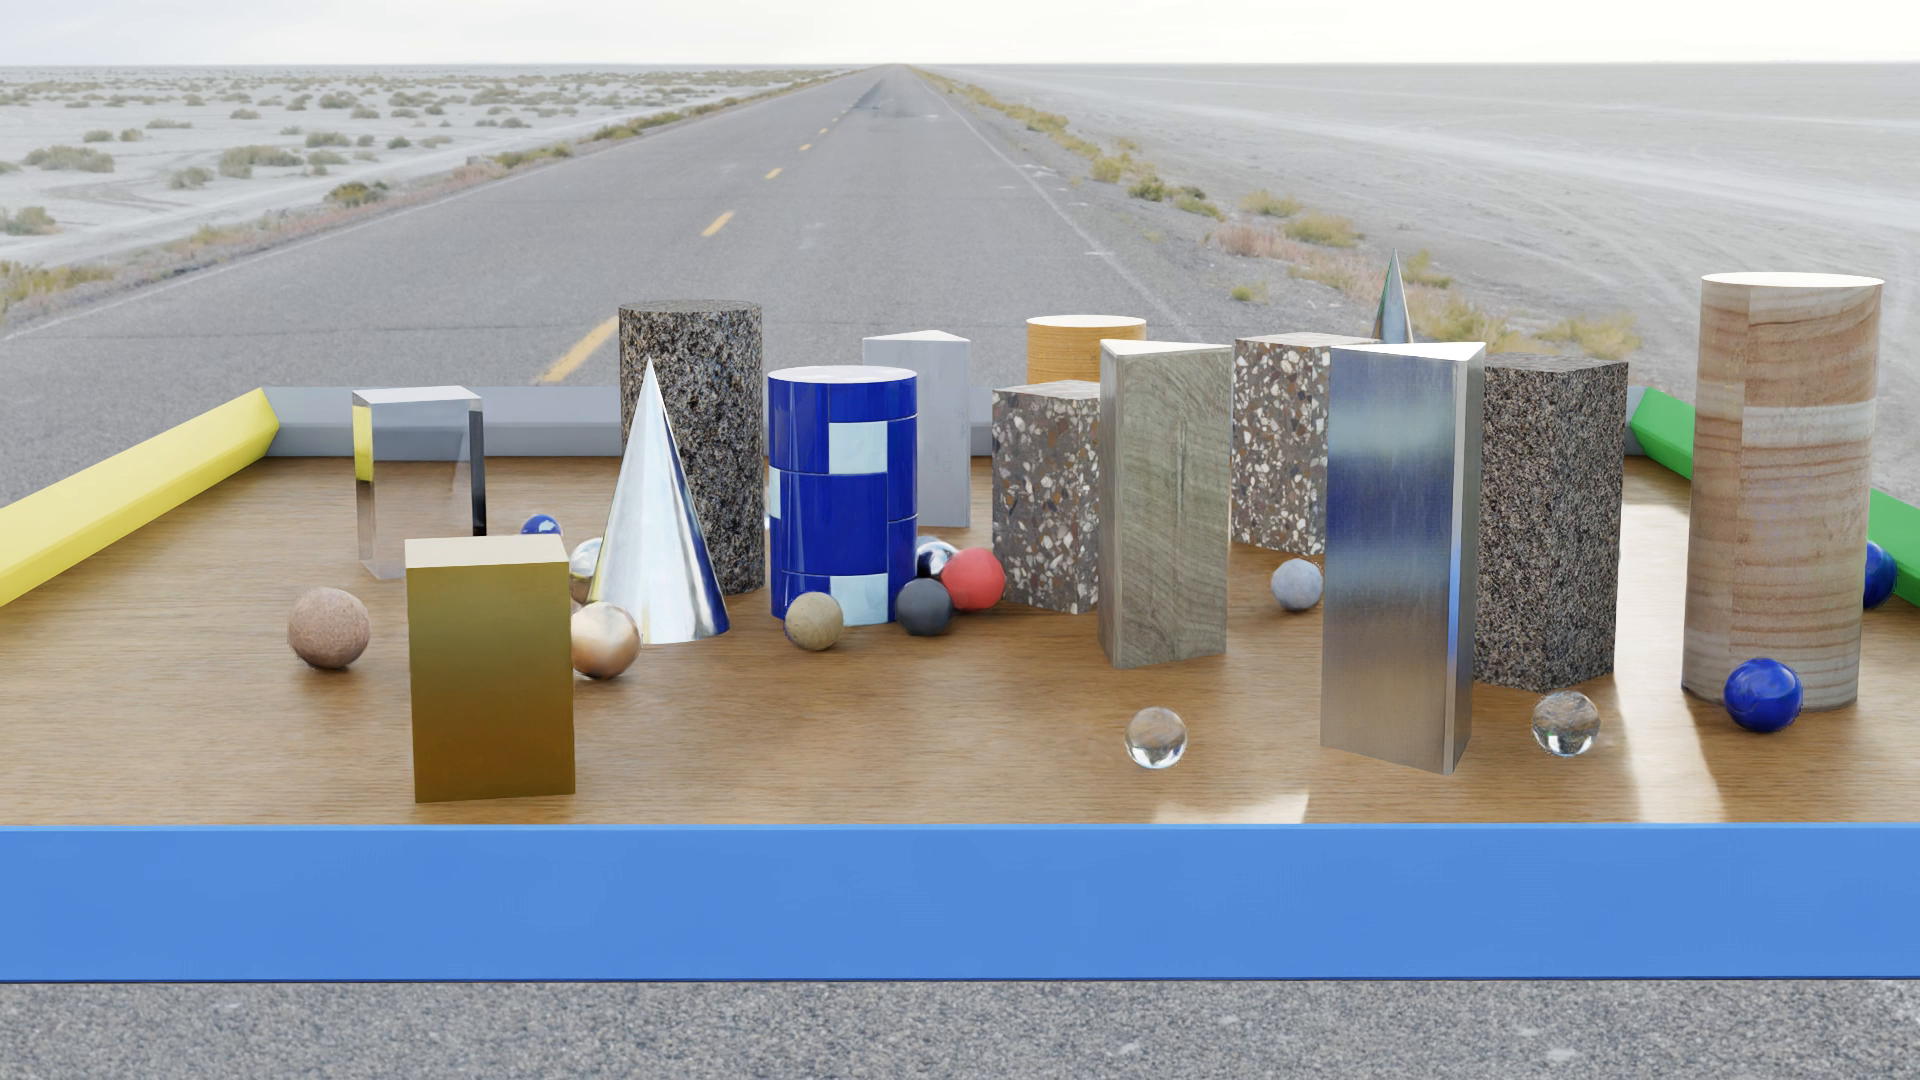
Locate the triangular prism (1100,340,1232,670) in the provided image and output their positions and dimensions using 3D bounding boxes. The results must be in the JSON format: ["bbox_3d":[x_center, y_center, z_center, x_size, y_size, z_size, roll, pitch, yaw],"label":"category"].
[{"bbox_3d":[0.222,-0.052,3.209,0.172,0.386,0.149,-7,13,-33],"label":"triangular prism"}]

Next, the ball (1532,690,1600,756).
[{"bbox_3d":[0.647,0.195,2.739,0.071,0.071,0.071,0,10,0],"label":"ball"}]

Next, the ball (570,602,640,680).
[{"bbox_3d":[-0.430,0.121,3.080,0.092,0.092,0.092,0,10,0],"label":"ball"}]

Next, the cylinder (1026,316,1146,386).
[{"bbox_3d":[0.210,-0.214,4.300,0.199,0.307,0.199,0,10,0],"label":"cylinder"}]

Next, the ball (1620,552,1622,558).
[{"bbox_3d":[0.910,0.021,3.677,0.073,0.073,0.073,0,10,0],"label":"ball"}]

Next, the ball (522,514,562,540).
[{"bbox_3d":[-0.631,-0.009,3.870,0.061,0.061,0.061,0,10,0],"label":"ball"}]

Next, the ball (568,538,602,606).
[{"bbox_3d":[-0.488,0.046,3.473,0.097,0.097,0.097,0,10,0],"label":"ball"}]

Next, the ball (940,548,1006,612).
[{"bbox_3d":[0.018,0.054,3.459,0.087,0.087,0.087,0,10,0],"label":"ball"}]

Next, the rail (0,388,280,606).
[{"bbox_3d":[-1.286,0.035,3.441,0.045,0.129,2.838,0,10,0],"label":"rail"}]

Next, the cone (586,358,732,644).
[{"bbox_3d":[-0.400,-0.061,3.339,0.199,0.357,0.199,0,10,0],"label":"cone"}]

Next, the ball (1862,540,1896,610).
[{"bbox_3d":[1.218,0.047,3.476,0.096,0.096,0.096,0,10,0],"label":"ball"}]

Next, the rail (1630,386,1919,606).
[{"bbox_3d":[1.286,0.032,3.456,0.045,0.129,2.838,0,10,0],"label":"rail"}]

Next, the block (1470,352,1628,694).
[{"bbox_3d":[0.683,-0.026,3.086,0.159,0.379,0.159,10,14,43],"label":"block"}]

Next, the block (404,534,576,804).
[{"bbox_3d":[-0.484,0.128,2.636,0.159,0.240,0.159,-2,11,-12],"label":"block"}]

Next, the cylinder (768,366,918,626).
[{"bbox_3d":[-0.157,-0.063,3.444,0.199,0.322,0.199,0,10,0],"label":"cylinder"}]

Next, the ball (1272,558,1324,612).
[{"bbox_3d":[0.456,0.061,3.466,0.071,0.071,0.071,0,10,0],"label":"ball"}]

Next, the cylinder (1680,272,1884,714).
[{"bbox_3d":[0.951,-0.059,2.976,0.199,0.485,0.199,0,10,0],"label":"cylinder"}]

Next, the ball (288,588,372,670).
[{"bbox_3d":[-0.770,0.108,3.135,0.099,0.099,0.099,0,10,0],"label":"ball"}]

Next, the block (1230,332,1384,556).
[{"bbox_3d":[0.532,-0.151,3.943,0.159,0.315,0.159,-9,14,-40],"label":"block"}]

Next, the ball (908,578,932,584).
[{"bbox_3d":[-0.049,0.081,3.381,0.062,0.062,0.062,0,10,0],"label":"ball"}]

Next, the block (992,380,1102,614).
[{"bbox_3d":[0.157,-0.063,3.532,0.159,0.290,0.159,10,15,44],"label":"block"}]

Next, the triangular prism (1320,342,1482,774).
[{"bbox_3d":[0.505,0.011,2.741,0.149,0.433,0.172,-9,14,-41],"label":"triangular prism"}]

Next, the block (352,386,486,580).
[{"bbox_3d":[-0.792,-0.087,3.761,0.159,0.255,0.159,-4,11,-22],"label":"block"}]

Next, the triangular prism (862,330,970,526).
[{"bbox_3d":[-0.056,-0.184,4.163,0.172,0.298,0.149,2,11,11],"label":"triangular prism"}]

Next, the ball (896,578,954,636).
[{"bbox_3d":[-0.046,0.087,3.312,0.075,0.075,0.075,0,10,0],"label":"ball"}]

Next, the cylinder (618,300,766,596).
[{"bbox_3d":[-0.377,-0.133,3.618,0.199,0.396,0.199,0,10,0],"label":"cylinder"}]

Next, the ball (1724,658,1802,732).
[{"bbox_3d":[0.887,0.172,2.836,0.082,0.082,0.082,0,10,0],"label":"ball"}]

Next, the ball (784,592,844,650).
[{"bbox_3d":[-0.183,0.102,3.234,0.075,0.075,0.075,0,10,0],"label":"ball"}]

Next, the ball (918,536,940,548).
[{"bbox_3d":[-0.050,0.026,3.664,0.067,0.067,0.067,0,10,0],"label":"ball"}]

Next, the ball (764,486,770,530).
[{"bbox_3d":[-0.321,-0.051,4.057,0.075,0.075,0.075,0,10,0],"label":"ball"}]

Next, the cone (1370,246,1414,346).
[{"bbox_3d":[0.699,-0.257,4.165,0.199,0.442,0.199,0,10,0],"label":"cone"}]

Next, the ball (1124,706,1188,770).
[{"bbox_3d":[0.205,0.207,2.688,0.066,0.066,0.066,0,10,0],"label":"ball"}]

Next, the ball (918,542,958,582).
[{"bbox_3d":[-0.032,0.043,3.529,0.083,0.083,0.083,0,10,0],"label":"ball"}]

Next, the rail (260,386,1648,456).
[{"bbox_3d":[-0.008,-0.221,4.821,2.619,0.129,0.045,0,10,0],"label":"rail"}]

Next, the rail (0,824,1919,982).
[{"bbox_3d":[0.008,0.287,2.077,2.619,0.129,0.045,0,10,0],"label":"rail"}]
